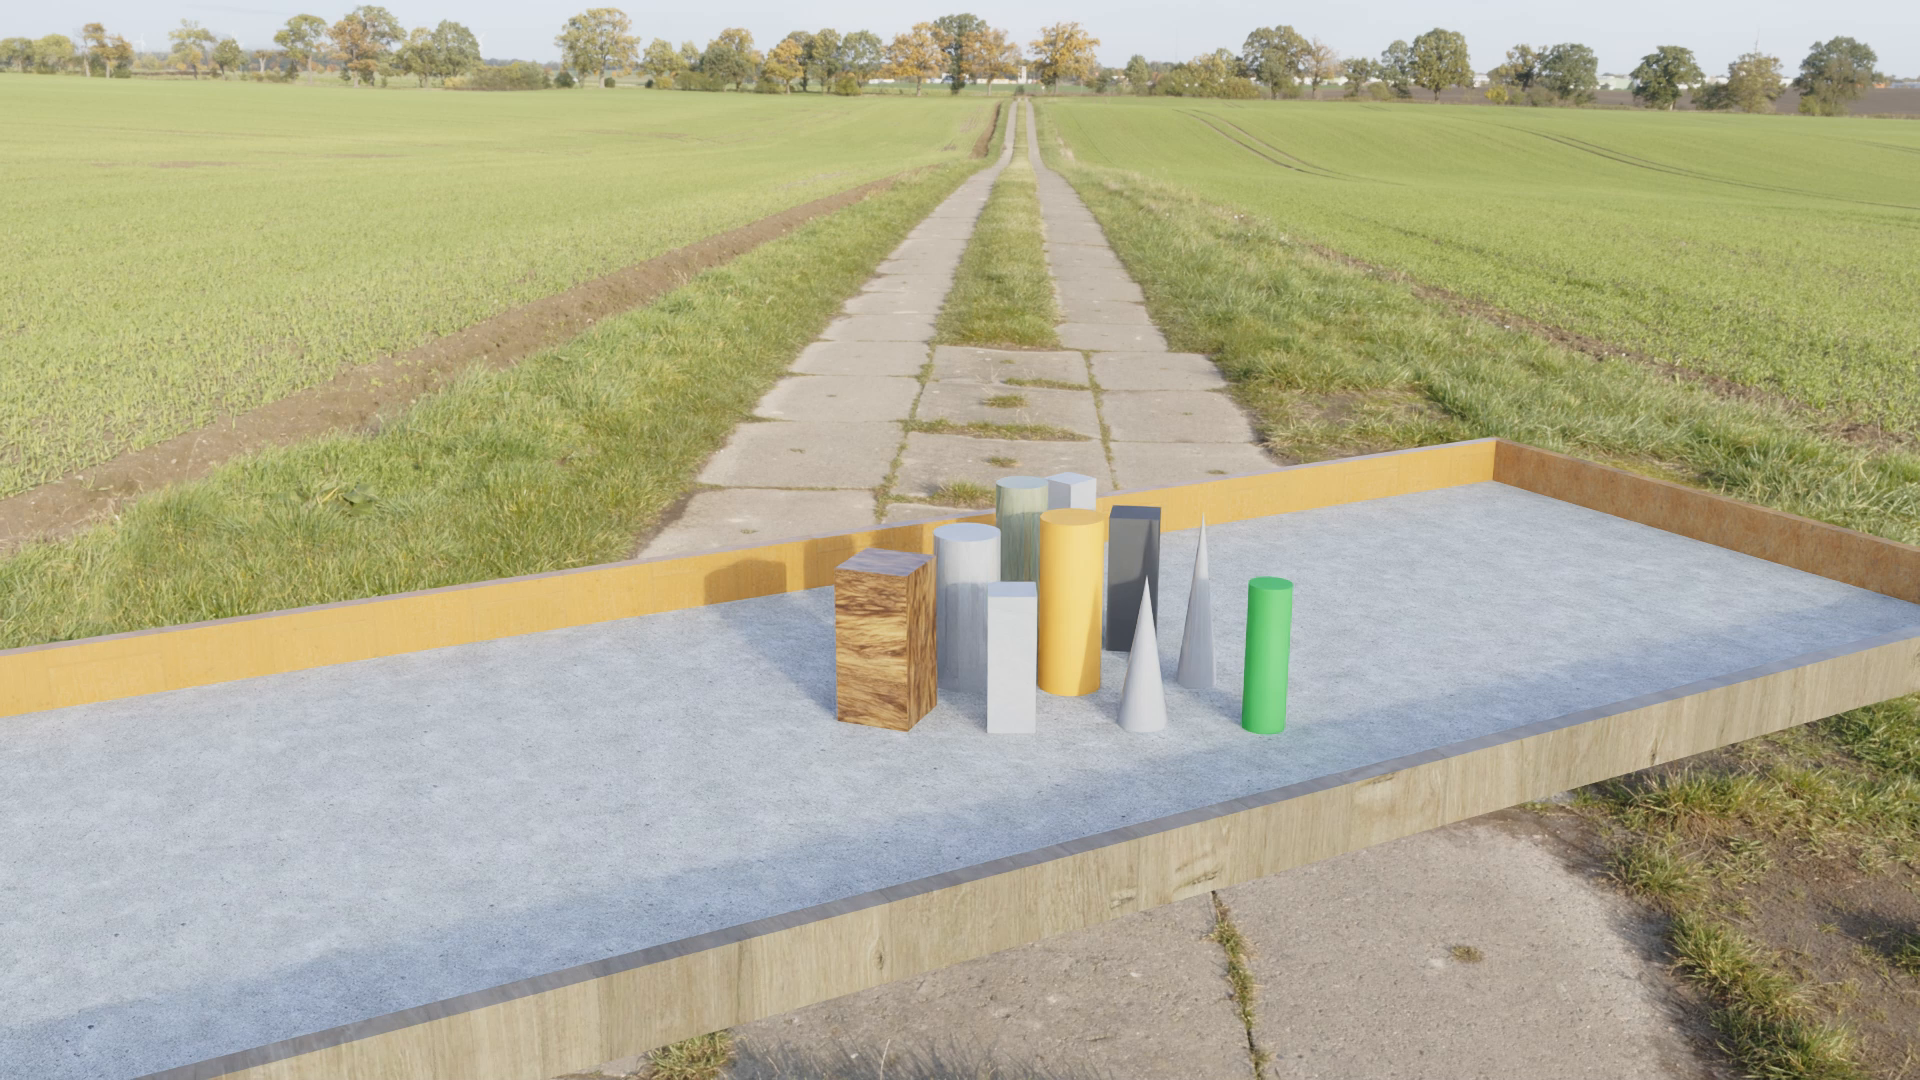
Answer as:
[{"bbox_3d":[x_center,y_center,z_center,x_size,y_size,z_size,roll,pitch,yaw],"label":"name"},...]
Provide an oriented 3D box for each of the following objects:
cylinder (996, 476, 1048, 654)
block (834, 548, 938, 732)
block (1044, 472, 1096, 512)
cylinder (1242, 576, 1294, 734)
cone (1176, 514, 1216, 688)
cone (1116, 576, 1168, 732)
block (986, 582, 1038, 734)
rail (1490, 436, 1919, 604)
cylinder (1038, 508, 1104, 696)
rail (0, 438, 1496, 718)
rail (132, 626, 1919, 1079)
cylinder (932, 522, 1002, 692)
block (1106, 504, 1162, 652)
[{"bbox_3d":[0.161,0.067,4.328,0.136,0.451,0.136,0,16,0],"label":"cylinder"},{"bbox_3d":[-0.172,0.232,3.894,0.180,0.379,0.180,6,18,21],"label":"block"},{"bbox_3d":[0.302,0.019,4.593,0.104,0.394,0.104,-15,22,-42],"label":"block"},{"bbox_3d":[0.711,0.268,3.819,0.101,0.352,0.101,0,16,0],"label":"cylinder"},{"bbox_3d":[0.594,0.140,4.085,0.102,0.448,0.102,0,16,0],"label":"cone"},{"bbox_3d":[0.430,0.255,3.841,0.122,0.365,0.122,0,16,0],"label":"cone"},{"bbox_3d":[0.119,0.273,3.834,0.111,0.334,0.111,0,16,0],"label":"block"},{"bbox_3d":[2.466,-0.048,5.253,0.050,0.150,2.100,-9,18,-27],"label":"rail"},{"bbox_3d":[0.273,0.152,4.064,0.157,0.436,0.157,0,16,0],"label":"cylinder"},{"bbox_3d":[-3.305,0.497,3.399,12.000,0.150,0.050,-9,18,-27],"label":"rail"},{"bbox_3d":[-2.336,1.006,1.665,12.000,0.150,0.050,-9,18,-27],"label":"rail"},{"bbox_3d":[0.017,0.167,4.095,0.167,0.389,0.167,0,16,0],"label":"cylinder"},{"bbox_3d":[0.458,0.103,4.359,0.128,0.365,0.128,3,17,9],"label":"block"}]
